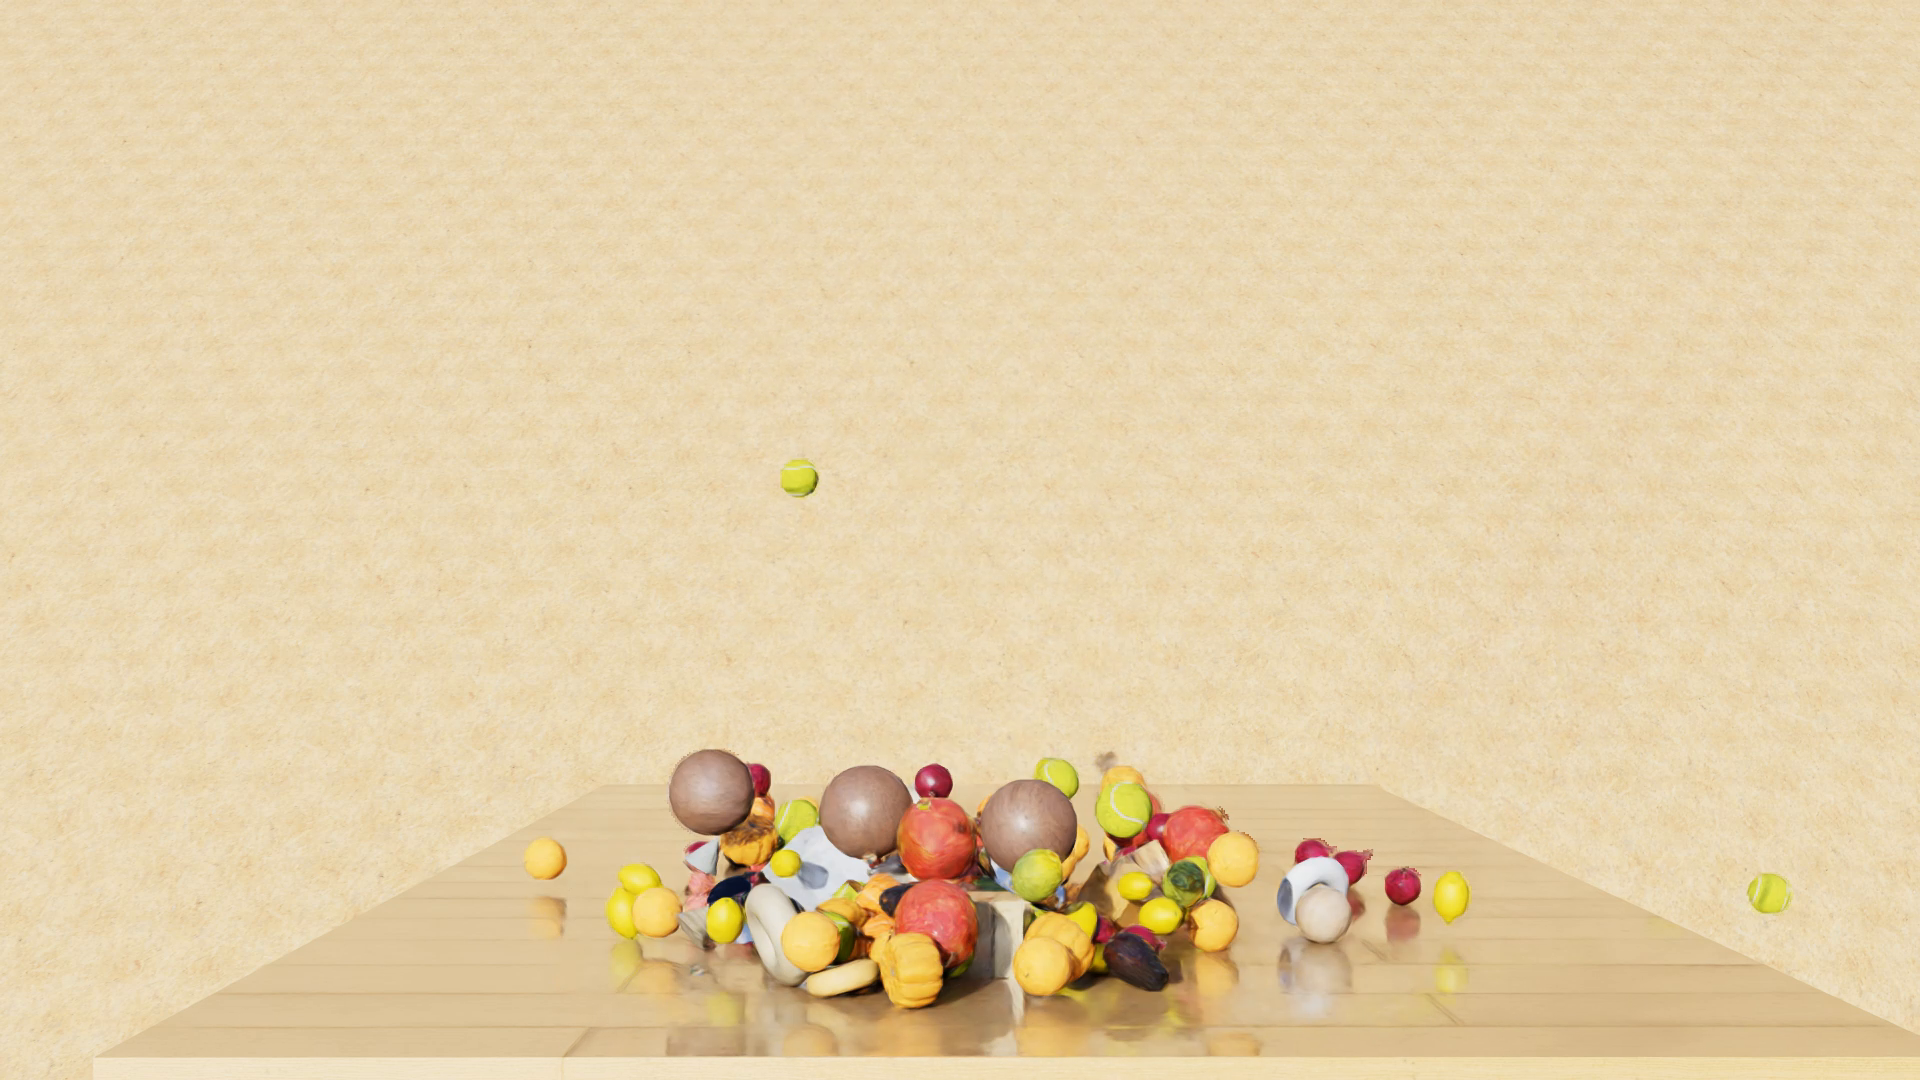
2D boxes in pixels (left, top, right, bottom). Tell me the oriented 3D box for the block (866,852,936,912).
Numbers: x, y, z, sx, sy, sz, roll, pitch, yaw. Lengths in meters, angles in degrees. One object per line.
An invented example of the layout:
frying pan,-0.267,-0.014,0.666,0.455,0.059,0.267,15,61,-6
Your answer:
block,-0.084,0.487,3.685,0.063,0.063,0.063,-27,9,-18

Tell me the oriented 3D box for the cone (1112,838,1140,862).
cone,0.283,0.574,4.579,0.072,0.072,0.072,23,40,31

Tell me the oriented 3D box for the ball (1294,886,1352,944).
ball,0.515,0.531,3.678,0.081,0.081,0.081,0,33,0

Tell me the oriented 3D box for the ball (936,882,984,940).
ball,0.005,0.528,3.670,0.087,0.087,0.087,0,33,0

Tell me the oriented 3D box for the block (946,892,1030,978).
block,0.038,0.516,3.392,0.099,0.099,0.099,0,-1,6

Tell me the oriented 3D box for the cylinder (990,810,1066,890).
cylinder,0.093,0.422,3.537,0.077,0.077,0.077,19,38,-15

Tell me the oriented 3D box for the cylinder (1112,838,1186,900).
cylinder,0.271,0.496,3.796,0.087,0.087,0.087,-28,37,1

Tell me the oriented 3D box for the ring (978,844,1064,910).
ring,0.085,0.471,3.619,0.137,0.137,0.046,29,86,37

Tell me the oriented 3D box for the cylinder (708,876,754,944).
cylinder,-0.306,0.511,3.589,0.066,0.066,0.066,-17,35,12

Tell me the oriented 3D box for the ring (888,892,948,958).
ring,-0.058,0.525,3.536,0.089,0.089,0.030,17,10,25

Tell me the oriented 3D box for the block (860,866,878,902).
block,-0.130,0.557,4.213,0.052,0.052,0.052,0,-1,-14

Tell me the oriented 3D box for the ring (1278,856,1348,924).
ring,0.517,0.516,3.799,0.116,0.116,0.039,-14,32,-20

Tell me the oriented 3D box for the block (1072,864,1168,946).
block,0.225,0.512,3.654,0.080,0.080,0.080,6,31,-43

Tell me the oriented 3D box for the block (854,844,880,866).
block,-0.184,0.553,4.392,0.067,0.067,0.067,1,-2,-41

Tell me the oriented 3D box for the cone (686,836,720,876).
cone,-0.409,0.508,4.245,0.059,0.059,0.059,30,3,-2

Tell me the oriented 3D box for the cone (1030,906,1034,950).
cone,0.087,0.555,3.633,0.069,0.069,0.069,-13,31,-18

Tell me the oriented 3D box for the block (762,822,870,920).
block,-0.207,0.485,3.784,0.096,0.096,0.096,-43,14,-33

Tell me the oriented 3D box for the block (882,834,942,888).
block,-0.079,0.538,4.313,0.081,0.081,0.081,-9,0,-8

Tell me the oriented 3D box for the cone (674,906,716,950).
cone,-0.352,0.524,3.610,0.065,0.065,0.065,-40,47,-18

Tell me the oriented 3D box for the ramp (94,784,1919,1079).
ramp,0.074,0.645,4.768,2.000,0.100,4.000,0,-1,0

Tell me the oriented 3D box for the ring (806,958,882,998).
ring,-0.143,0.539,3.191,0.095,0.032,0.095,-14,-6,-1
